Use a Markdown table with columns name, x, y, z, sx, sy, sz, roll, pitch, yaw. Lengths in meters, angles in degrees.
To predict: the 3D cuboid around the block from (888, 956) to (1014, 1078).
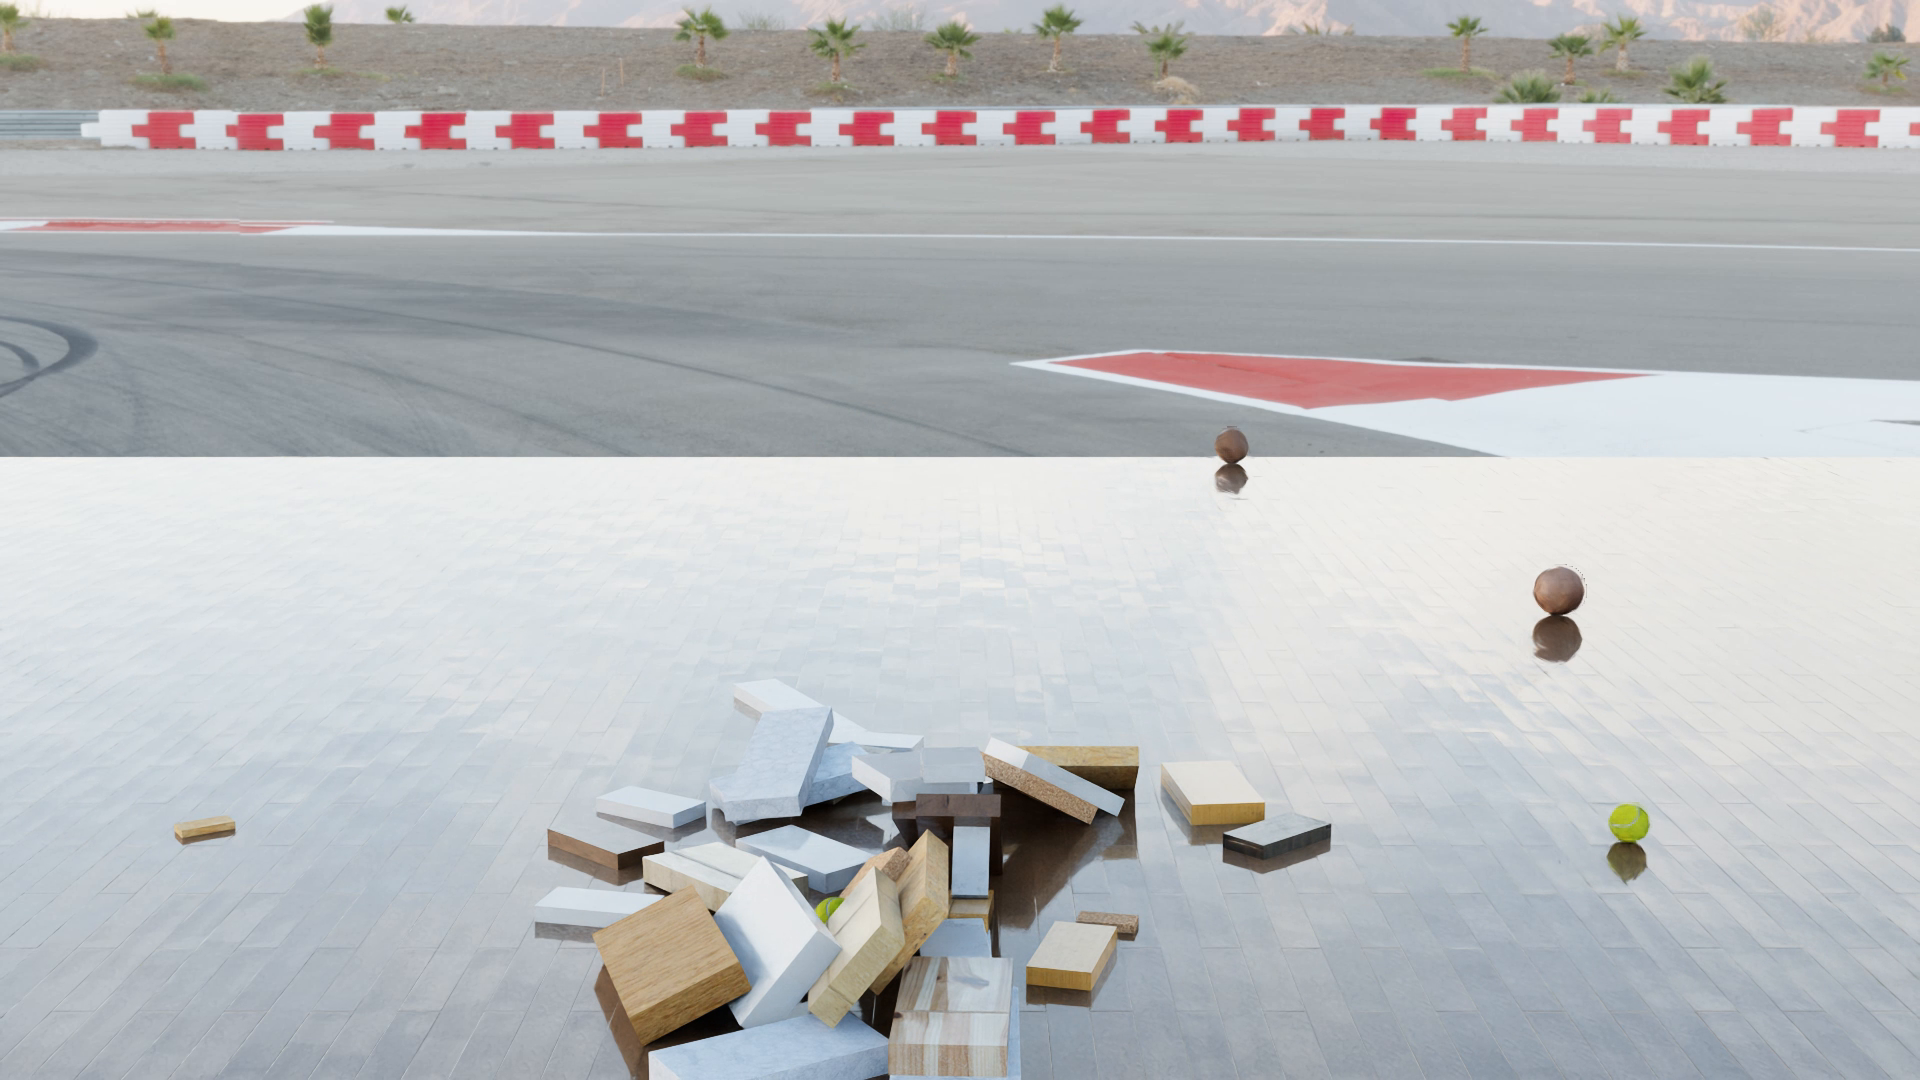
| name | x | y | z | sx | sy | sz | roll | pitch | yaw |
| --- | --- | --- | --- | --- | --- | --- | --- | --- | --- |
| block | -0.008 | 0.645 | 2.993 | 0.153 | 0.043 | 0.307 | 1 | 11 | 3 |

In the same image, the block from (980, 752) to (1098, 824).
| name | x | y | z | sx | sy | sz | roll | pitch | yaw |
| --- | --- | --- | --- | --- | --- | --- | --- | --- | --- |
| block | 0.134 | 0.448 | 3.980 | 0.124 | 0.035 | 0.247 | 20 | -8 | 40 |

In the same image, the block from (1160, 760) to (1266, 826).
| name | x | y | z | sx | sy | sz | roll | pitch | yaw |
| --- | --- | --- | --- | --- | --- | --- | --- | --- | --- |
| block | 0.477 | 0.477 | 4.170 | 0.137 | 0.039 | 0.275 | -1 | 11 | -6 |

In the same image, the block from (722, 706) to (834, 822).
| name | x | y | z | sx | sy | sz | roll | pitch | yaw |
| --- | --- | --- | --- | --- | --- | --- | --- | --- | --- |
| block | -0.337 | 0.416 | 4.140 | 0.137 | 0.039 | 0.435 | -5 | 17 | 7 |

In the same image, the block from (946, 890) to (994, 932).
| name | x | y | z | sx | sy | sz | roll | pitch | yaw |
| --- | --- | --- | --- | --- | --- | --- | --- | --- | --- |
| block | -0.002 | 0.589 | 3.499 | 0.104 | 0.029 | 0.207 | 0 | 1 | 3 |

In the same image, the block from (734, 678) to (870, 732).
| name | x | y | z | sx | sy | sz | roll | pitch | yaw |
| --- | --- | --- | --- | --- | --- | --- | --- | --- | --- |
| block | -0.261 | 0.405 | 4.588 | 0.102 | 0.029 | 0.882 | -5 | 12 | -27 |

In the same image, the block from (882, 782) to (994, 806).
| name | x | y | z | sx | sy | sz | roll | pitch | yaw |
| --- | --- | --- | --- | --- | --- | --- | --- | --- | --- |
| block | -0.040 | 0.471 | 4.086 | 0.109 | 0.031 | 0.219 | -1 | -2 | 30 |

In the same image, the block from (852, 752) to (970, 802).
| name | x | y | z | sx | sy | sz | roll | pitch | yaw |
| --- | --- | --- | --- | --- | --- | --- | --- | --- | --- |
| block | -0.087 | 0.402 | 3.753 | 0.136 | 0.039 | 0.272 | -2 | 3 | -16 |

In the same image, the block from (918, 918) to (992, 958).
| name | x | y | z | sx | sy | sz | roll | pitch | yaw |
| --- | --- | --- | --- | --- | --- | --- | --- | --- | --- |
| block | -0.010 | 0.616 | 3.287 | 0.103 | 0.029 | 0.207 | -1 | 11 | -4 |

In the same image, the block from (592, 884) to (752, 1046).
| name | x | y | z | sx | sy | sz | roll | pitch | yaw |
| --- | --- | --- | --- | --- | --- | --- | --- | --- | --- |
| block | -0.427 | 0.617 | 3.225 | 0.169 | 0.048 | 0.338 | -26 | 17 | -12 |

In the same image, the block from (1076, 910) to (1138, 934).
| name | x | y | z | sx | sy | sz | roll | pitch | yaw |
| --- | --- | --- | --- | --- | --- | --- | --- | --- | --- |
| block | 0.236 | 0.611 | 3.518 | 0.094 | 0.013 | 0.047 | 2 | 11 | 13 |

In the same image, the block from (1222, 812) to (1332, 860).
| name | x | y | z | sx | sy | sz | roll | pitch | yaw |
| --- | --- | --- | --- | --- | --- | --- | --- | --- | --- |
| block | 0.567 | 0.528 | 3.930 | 0.187 | 0.027 | 0.094 | -9 | 14 | -41 |

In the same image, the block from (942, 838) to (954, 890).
| name | x | y | z | sx | sy | sz | roll | pitch | yaw |
| --- | --- | --- | --- | --- | --- | --- | --- | --- | --- |
| block | 0.000 | 0.543 | 3.602 | 0.058 | 0.117 | 0.017 | 0 | 23 | 0 |

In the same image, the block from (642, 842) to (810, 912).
| name | x | y | z | sx | sy | sz | roll | pitch | yaw |
| --- | --- | --- | --- | --- | --- | --- | --- | --- | --- |
| block | -0.391 | 0.561 | 3.648 | 0.147 | 0.042 | 0.293 | -7 | 8 | -35 |

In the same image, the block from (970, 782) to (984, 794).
| name | x | y | z | sx | sy | sz | roll | pitch | yaw |
| --- | --- | --- | --- | --- | --- | --- | --- | --- | --- |
| block | -0.018 | 0.435 | 3.943 | 0.109 | 0.031 | 0.219 | 0 | -2 | 4 |

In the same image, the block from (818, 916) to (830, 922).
| name | x | y | z | sx | sy | sz | roll | pitch | yaw |
| --- | --- | --- | --- | --- | --- | --- | --- | --- | --- |
| block | -0.208 | 0.613 | 3.508 | 0.272 | 0.014 | 0.048 | 0 | 11 | -1 |

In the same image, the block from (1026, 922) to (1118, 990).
| name | x | y | z | sx | sy | sz | roll | pitch | yaw |
| --- | --- | --- | --- | --- | --- | --- | --- | --- | --- |
| block | 0.172 | 0.633 | 3.359 | 0.099 | 0.028 | 0.198 | 3 | 11 | 15 |

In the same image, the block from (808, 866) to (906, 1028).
| name | x | y | z | sx | sy | sz | roll | pitch | yaw |
| --- | --- | --- | --- | --- | --- | --- | --- | --- | --- |
| block | -0.151 | 0.577 | 3.143 | 0.043 | 0.153 | 0.307 | 40 | 2 | -7 |

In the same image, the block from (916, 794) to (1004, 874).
| name | x | y | z | sx | sy | sz | roll | pitch | yaw |
| --- | --- | --- | --- | --- | --- | --- | --- | --- | --- |
| block | 0.002 | 0.491 | 3.657 | 0.136 | 0.039 | 0.272 | 0 | -28 | 2 |

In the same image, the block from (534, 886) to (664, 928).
| name | x | y | z | sx | sy | sz | roll | pitch | yaw |
| --- | --- | --- | --- | --- | --- | --- | --- | --- | --- |
| block | -0.583 | 0.597 | 3.561 | 0.187 | 0.027 | 0.094 | 3 | 11 | 13 |

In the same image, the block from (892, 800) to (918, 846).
| name | x | y | z | sx | sy | sz | roll | pitch | yaw |
| --- | --- | --- | --- | --- | --- | --- | --- | --- | --- |
| block | -0.035 | 0.485 | 3.783 | 0.136 | 0.039 | 0.272 | -1 | -18 | 4 |

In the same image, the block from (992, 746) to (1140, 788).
| name | x | y | z | sx | sy | sz | roll | pitch | yaw |
| --- | --- | --- | --- | --- | --- | --- | --- | --- | --- |
| block | 0.200 | 0.435 | 4.202 | 0.275 | 0.039 | 0.137 | 0 | -25 | 1 |

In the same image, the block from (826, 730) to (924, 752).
| name | x | y | z | sx | sy | sz | roll | pitch | yaw |
| --- | --- | --- | --- | --- | --- | --- | --- | --- | --- |
| block | -0.174 | 0.411 | 4.403 | 0.186 | 0.026 | 0.093 | 3 | 11 | 14 |

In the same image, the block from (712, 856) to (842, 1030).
| name | x | y | z | sx | sy | sz | roll | pitch | yaw |
| --- | --- | --- | --- | --- | --- | --- | --- | --- | --- |
| block | -0.287 | 0.593 | 3.219 | 0.048 | 0.169 | 0.338 | 41 | -4 | -20 |

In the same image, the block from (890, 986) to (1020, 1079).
| name | x | y | z | sx | sy | sz | roll | pitch | yaw |
| --- | --- | --- | --- | --- | --- | --- | --- | --- | --- |
| block | -0.009 | 0.747 | 2.695 | 0.169 | 0.048 | 0.925 | 0 | 11 | 1 |

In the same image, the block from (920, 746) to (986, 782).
| name | x | y | z | sx | sy | sz | roll | pitch | yaw |
| --- | --- | --- | --- | --- | --- | --- | --- | --- | --- |
| block | -0.014 | 0.373 | 3.657 | 0.099 | 0.028 | 0.198 | -1 | 3 | -3 |

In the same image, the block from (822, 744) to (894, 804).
| name | x | y | z | sx | sy | sz | roll | pitch | yaw |
| --- | --- | --- | --- | --- | --- | --- | --- | --- | --- |
| block | -0.226 | 0.451 | 4.243 | 0.102 | 0.029 | 0.204 | 4 | 20 | 34 |

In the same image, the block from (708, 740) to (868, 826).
| name | x | y | z | sx | sy | sz | roll | pitch | yaw |
| --- | --- | --- | --- | --- | --- | --- | --- | --- | --- |
| block | -0.308 | 0.456 | 4.137 | 0.293 | 0.042 | 0.147 | -14 | 18 | -21 |

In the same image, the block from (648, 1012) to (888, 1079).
| name | x | y | z | sx | sy | sz | roll | pitch | yaw |
| --- | --- | --- | --- | --- | --- | --- | --- | --- | --- |
| block | -0.252 | 0.701 | 2.955 | 0.293 | 0.042 | 0.147 | -6 | 12 | -31 |

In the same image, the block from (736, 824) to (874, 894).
| name | x | y | z | sx | sy | sz | roll | pitch | yaw |
| --- | --- | --- | --- | --- | --- | --- | --- | --- | --- |
| block | -0.262 | 0.549 | 3.794 | 0.124 | 0.035 | 0.247 | -10 | 14 | -42 |

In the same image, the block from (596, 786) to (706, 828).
| name | x | y | z | sx | sy | sz | roll | pitch | yaw |
| --- | --- | --- | --- | --- | --- | --- | --- | --- | --- |
| block | -0.576 | 0.497 | 4.098 | 0.187 | 0.027 | 0.094 | 7 | 13 | 33 |

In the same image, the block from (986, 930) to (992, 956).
| name | x | y | z | sx | sy | sz | roll | pitch | yaw |
| --- | --- | --- | --- | --- | --- | --- | --- | --- | --- |
| block | -0.004 | 0.639 | 3.323 | 0.103 | 0.029 | 0.207 | 0 | 11 | 0 |

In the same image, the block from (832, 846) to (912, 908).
| name | x | y | z | sx | sy | sz | roll | pitch | yaw |
| --- | --- | --- | --- | --- | --- | --- | --- | --- | --- |
| block | -0.140 | 0.542 | 3.487 | 0.099 | 0.028 | 0.198 | -50 | 4 | -20 |

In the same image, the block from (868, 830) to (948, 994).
| name | x | y | z | sx | sy | sz | roll | pitch | yaw |
| --- | --- | --- | --- | --- | --- | --- | --- | --- | --- |
| block | -0.084 | 0.552 | 3.305 | 0.043 | 0.153 | 0.410 | 40 | 4 | -4 |

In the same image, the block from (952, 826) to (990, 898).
| name | x | y | z | sx | sy | sz | roll | pitch | yaw |
| --- | --- | --- | --- | --- | --- | --- | --- | --- | --- |
| block | 0.018 | 0.520 | 3.544 | 0.059 | 0.117 | 0.017 | 0 | -30 | 3 |

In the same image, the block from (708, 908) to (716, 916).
| name | x | y | z | sx | sy | sz | roll | pitch | yaw |
| --- | --- | --- | --- | --- | --- | --- | --- | --- | --- |
| block | -0.383 | 0.596 | 3.602 | 0.095 | 0.013 | 0.047 | -6 | 12 | -28 |

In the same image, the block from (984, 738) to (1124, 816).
| name | x | y | z | sx | sy | sz | roll | pitch | yaw |
| --- | --- | --- | --- | --- | --- | --- | --- | --- | --- |
| block | 0.175 | 0.438 | 4.064 | 0.248 | 0.035 | 0.124 | 29 | -7 | -33 |

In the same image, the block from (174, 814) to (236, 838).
| name | x | y | z | sx | sy | sz | roll | pitch | yaw |
| --- | --- | --- | --- | --- | --- | --- | --- | --- | --- |
| block | -1.375 | 0.521 | 4.003 | 0.095 | 0.014 | 0.048 | -7 | 13 | -34 |

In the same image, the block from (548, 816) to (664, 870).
| name | x | y | z | sx | sy | sz | roll | pitch | yaw |
| --- | --- | --- | --- | --- | --- | --- | --- | --- | --- |
| block | -0.627 | 0.535 | 3.888 | 0.204 | 0.029 | 0.102 | 10 | 14 | 43 |
